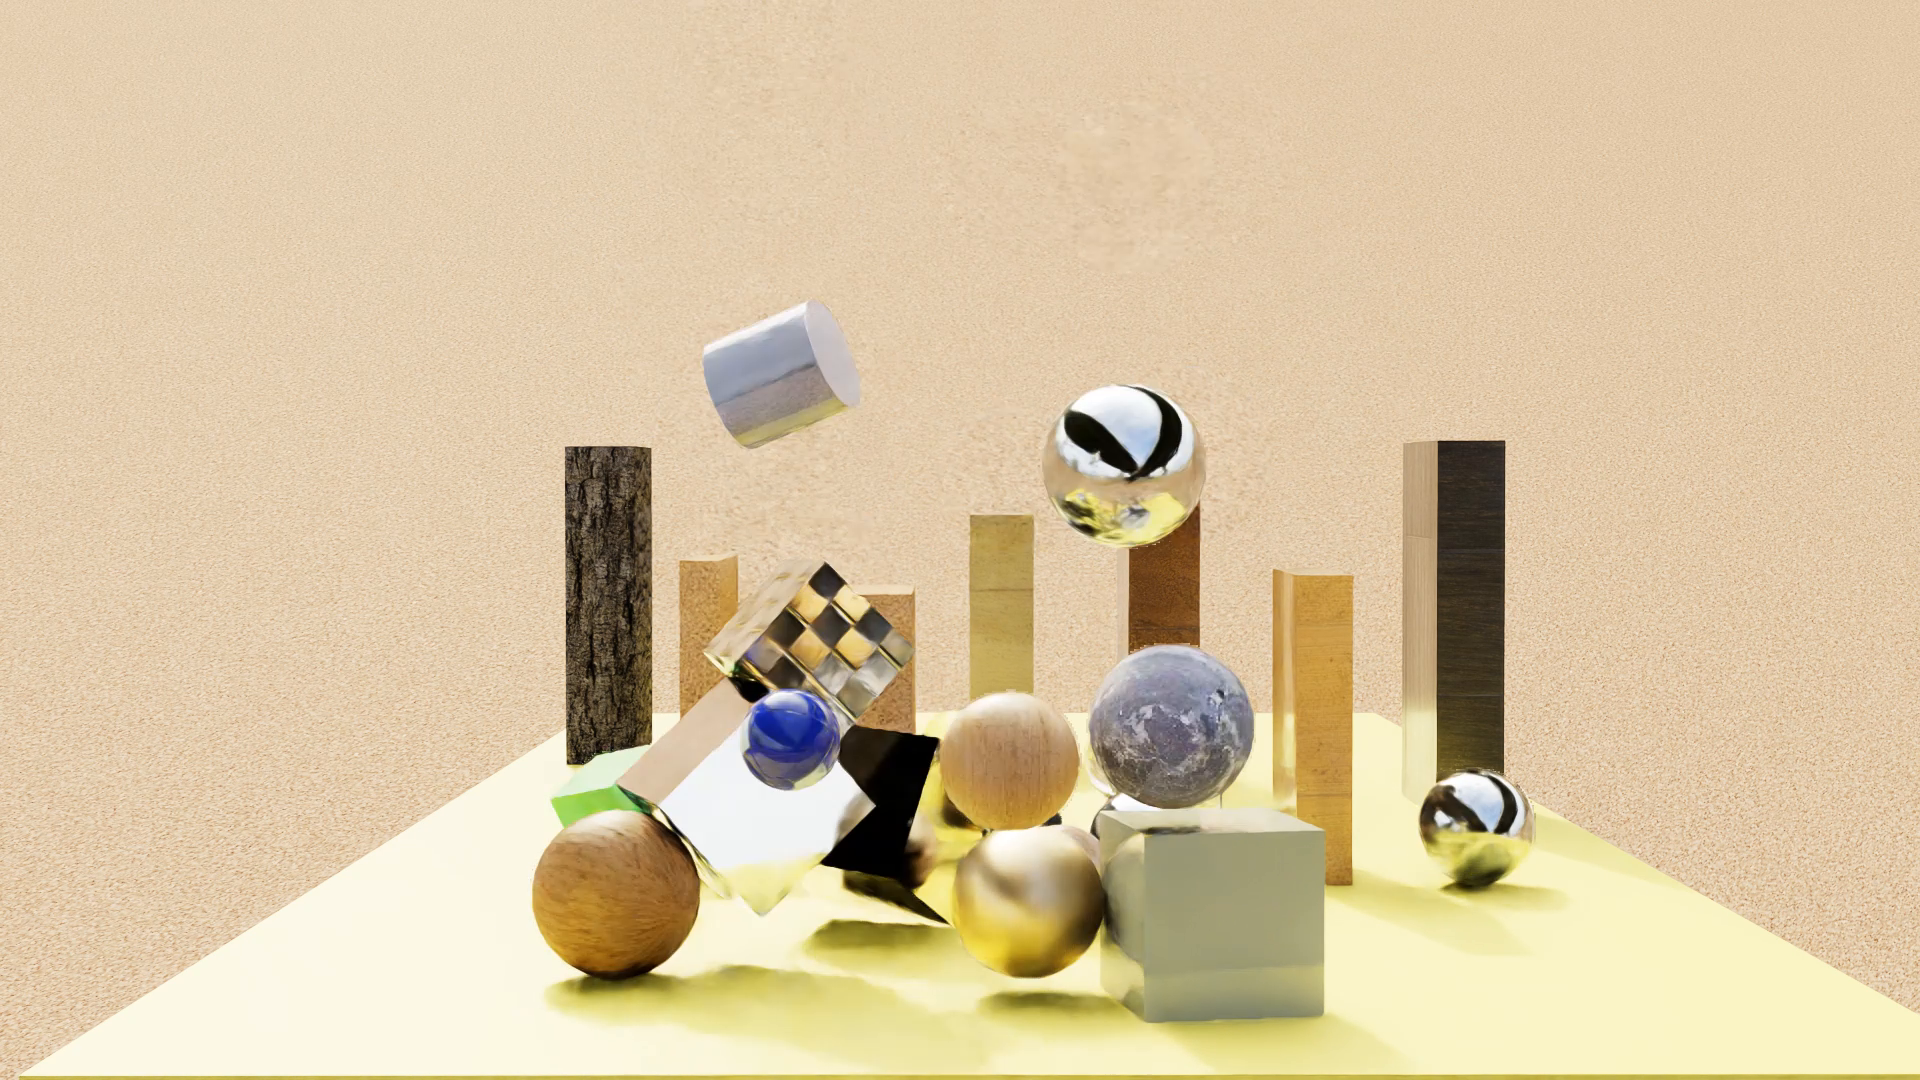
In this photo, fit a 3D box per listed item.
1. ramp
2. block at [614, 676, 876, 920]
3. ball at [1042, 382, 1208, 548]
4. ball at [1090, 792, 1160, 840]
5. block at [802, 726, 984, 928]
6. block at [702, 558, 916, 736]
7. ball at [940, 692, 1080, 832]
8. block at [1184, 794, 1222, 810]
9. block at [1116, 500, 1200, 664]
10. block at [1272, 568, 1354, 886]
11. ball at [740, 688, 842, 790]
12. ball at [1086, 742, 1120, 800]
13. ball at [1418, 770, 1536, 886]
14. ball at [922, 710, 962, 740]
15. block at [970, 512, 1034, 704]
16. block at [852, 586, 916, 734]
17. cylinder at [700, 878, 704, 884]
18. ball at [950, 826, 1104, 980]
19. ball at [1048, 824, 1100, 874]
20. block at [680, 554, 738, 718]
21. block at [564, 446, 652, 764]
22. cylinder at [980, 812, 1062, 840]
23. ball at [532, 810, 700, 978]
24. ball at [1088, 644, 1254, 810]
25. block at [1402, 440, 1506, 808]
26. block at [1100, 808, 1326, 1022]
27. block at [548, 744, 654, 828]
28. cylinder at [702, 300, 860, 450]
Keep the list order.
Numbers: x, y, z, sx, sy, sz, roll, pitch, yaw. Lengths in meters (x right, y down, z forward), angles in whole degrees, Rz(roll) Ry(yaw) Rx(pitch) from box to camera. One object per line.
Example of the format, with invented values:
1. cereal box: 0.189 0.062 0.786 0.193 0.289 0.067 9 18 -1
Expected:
1. ramp: 0.059 0.537 4.574 2.000 0.100 4.000 0 1 0
2. block: -0.265 0.312 3.167 0.194 0.194 0.194 -44 18 -15
3. ball: 0.190 -0.087 2.987 0.191 0.191 0.191 0 26 0
4. ball: 0.259 0.433 3.725 0.147 0.147 0.147 0 26 0
5. block: -0.102 0.375 3.421 0.194 0.194 0.194 6 67 28
6. block: -0.189 0.139 3.215 0.163 0.163 0.163 -49 17 -13
7. ball: 0.053 0.238 2.777 0.151 0.151 0.151 0 26 0
8. block: 0.322 0.426 3.901 0.143 0.143 0.143 0 -4 4
9. block: 0.397 0.159 5.204 0.138 0.628 0.373 0 1 0
10. block: 0.533 0.275 3.912 0.082 0.454 0.288 0 1 0
11. ball: -0.188 0.221 2.860 0.113 0.113 0.113 0 26 0
12. ball: 0.313 0.399 4.669 0.171 0.171 0.171 0 26 0
13. ball: 0.756 0.421 3.779 0.169 0.169 0.169 0 26 0
14. ball: -0.004 0.345 4.314 0.125 0.125 0.125 0 26 0
15. block: 0.090 0.202 5.665 0.137 0.521 0.247 0 1 0
16. block: -0.143 0.288 4.491 0.123 0.403 0.377 0 1 0
17. cylinder: -0.336 0.429 3.848 0.144 0.144 0.144 -15 29 -10
18. ball: 0.078 0.419 2.992 0.179 0.179 0.179 0 26 0
19. ball: 0.132 0.444 3.387 0.141 0.141 0.141 0 26 0
20. block: -0.516 0.253 5.316 0.080 0.435 0.415 0 1 0
21. block: -0.750 0.134 5.528 0.147 0.665 0.285 0 1 0
22. cylinder: 0.072 0.439 3.858 0.117 0.117 0.117 -8 14 45
23. ball: -0.410 0.422 3.077 0.200 0.200 0.200 0 26 0
24. ball: 0.236 0.208 2.875 0.185 0.185 0.185 0 26 0
25. block: 0.892 0.153 4.680 0.119 0.662 0.349 0 1 0
26. block: 0.284 0.422 2.937 0.206 0.206 0.206 0 1 -11
27. block: -0.473 0.373 3.608 0.119 0.119 0.119 -14 19 35
28. cylinder: -0.174 -0.162 2.528 0.114 0.114 0.114 -21 22 17
